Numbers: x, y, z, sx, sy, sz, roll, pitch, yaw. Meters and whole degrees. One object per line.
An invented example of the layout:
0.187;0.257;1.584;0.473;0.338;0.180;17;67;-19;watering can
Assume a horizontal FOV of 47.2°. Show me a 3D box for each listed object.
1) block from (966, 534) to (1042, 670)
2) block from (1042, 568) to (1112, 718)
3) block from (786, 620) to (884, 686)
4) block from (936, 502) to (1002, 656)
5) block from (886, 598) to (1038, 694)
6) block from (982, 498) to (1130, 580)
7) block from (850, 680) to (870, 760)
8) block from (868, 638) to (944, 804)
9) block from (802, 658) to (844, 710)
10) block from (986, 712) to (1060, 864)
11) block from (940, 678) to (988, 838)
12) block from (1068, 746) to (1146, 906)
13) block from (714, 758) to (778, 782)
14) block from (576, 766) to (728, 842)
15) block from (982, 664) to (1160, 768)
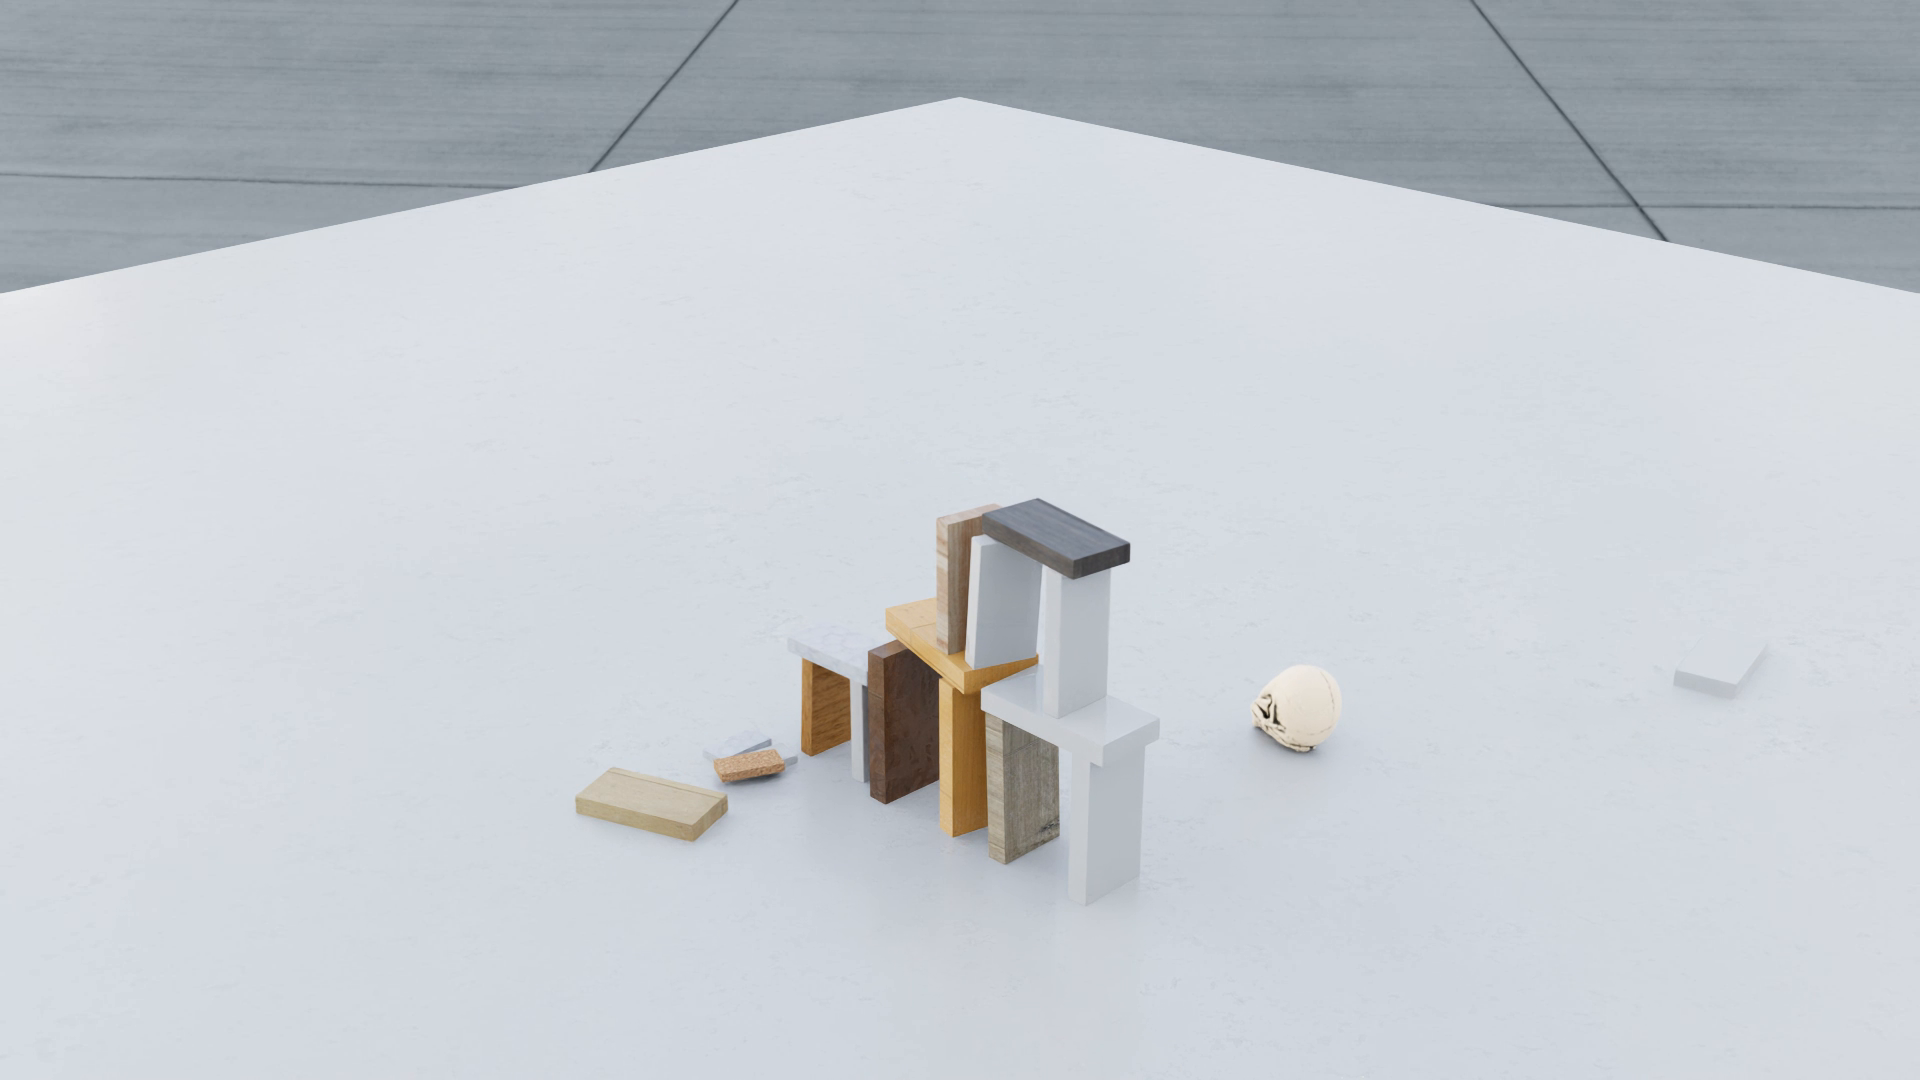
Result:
0.085;0.110;4.183;0.135;0.269;0.038;-10;31;-24;block
0.216;0.174;4.062;0.135;0.291;0.038;-21;31;-40;block
-0.235;0.232;4.564;0.236;0.033;0.118;20;30;39;block
0.022;0.076;4.260;0.137;0.275;0.039;-15;27;-32;block
0.001;0.202;4.375;0.166;0.047;0.332;-12;26;-26;block
0.175;-0.005;4.060;0.135;0.038;0.269;-16;28;-33;block
-0.173;0.376;4.573;0.033;0.236;0.118;20;30;38;block
-0.108;0.358;4.491;0.166;0.332;0.047;-21;30;-40;block
-0.281;0.333;4.672;0.118;0.236;0.033;-21;34;-40;block
0.123;0.458;4.278;0.157;0.313;0.044;-21;29;-41;block
0.042;0.413;4.361;0.166;0.332;0.047;-14;27;-30;block
0.276;0.518;4.138;0.044;0.313;0.157;22;31;40;block
-0.439;0.470;4.581;0.135;0.019;0.068;-8;24;-19;block
-0.624;0.534;4.453;0.275;0.039;0.137;10;25;23;block
0.205;0.326;4.131;0.157;0.044;0.313;-21;31;-40;block
